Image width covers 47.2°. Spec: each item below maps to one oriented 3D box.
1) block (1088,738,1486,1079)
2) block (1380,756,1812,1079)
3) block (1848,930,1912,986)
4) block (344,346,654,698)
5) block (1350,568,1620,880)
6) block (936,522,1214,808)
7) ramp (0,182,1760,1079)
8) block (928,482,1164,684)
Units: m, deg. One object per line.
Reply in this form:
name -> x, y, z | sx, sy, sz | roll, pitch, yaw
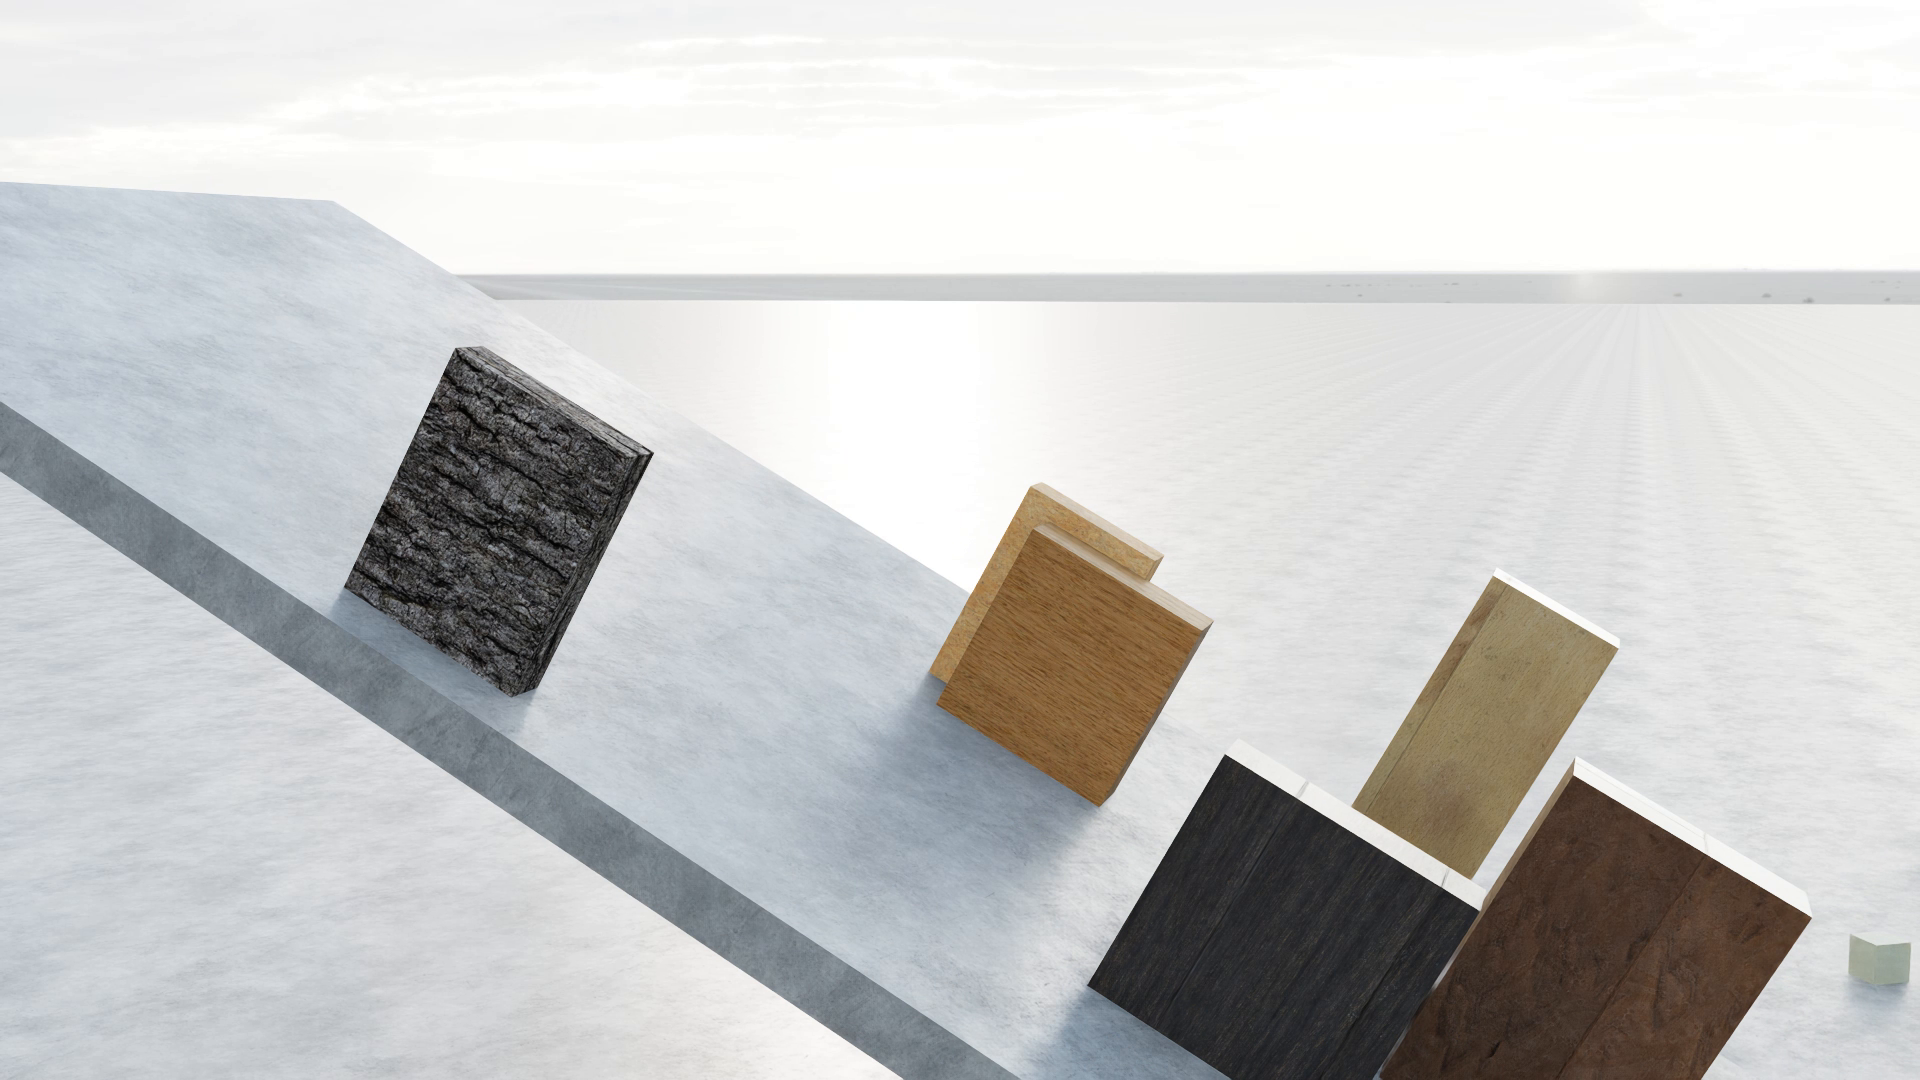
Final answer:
block -> 0.500, 0.615, 3.394 | 0.438, 0.437, 0.118 | 31, 14, 11
block -> 1.039, 0.737, 3.630 | 0.420, 0.613, 0.146 | 31, 14, 11
block -> 2.423, 1.101, 5.795 | 0.107, 0.107, 0.107 | -2, 7, -15
block -> -0.710, -0.030, 3.373 | 0.327, 0.426, 0.085 | 31, 14, 11
block -> 1.041, 0.433, 4.513 | 0.281, 0.698, 0.118 | 31, 14, 11
block -> 0.221, 0.237, 4.251 | 0.374, 0.401, 0.127 | 31, 14, 11
ramp -> -0.202, 0.334, 4.137 | 4.000, 0.100, 2.000 | 31, 14, 11
block -> 0.171, 0.148, 4.395 | 0.288, 0.437, 0.093 | 31, 14, 11
